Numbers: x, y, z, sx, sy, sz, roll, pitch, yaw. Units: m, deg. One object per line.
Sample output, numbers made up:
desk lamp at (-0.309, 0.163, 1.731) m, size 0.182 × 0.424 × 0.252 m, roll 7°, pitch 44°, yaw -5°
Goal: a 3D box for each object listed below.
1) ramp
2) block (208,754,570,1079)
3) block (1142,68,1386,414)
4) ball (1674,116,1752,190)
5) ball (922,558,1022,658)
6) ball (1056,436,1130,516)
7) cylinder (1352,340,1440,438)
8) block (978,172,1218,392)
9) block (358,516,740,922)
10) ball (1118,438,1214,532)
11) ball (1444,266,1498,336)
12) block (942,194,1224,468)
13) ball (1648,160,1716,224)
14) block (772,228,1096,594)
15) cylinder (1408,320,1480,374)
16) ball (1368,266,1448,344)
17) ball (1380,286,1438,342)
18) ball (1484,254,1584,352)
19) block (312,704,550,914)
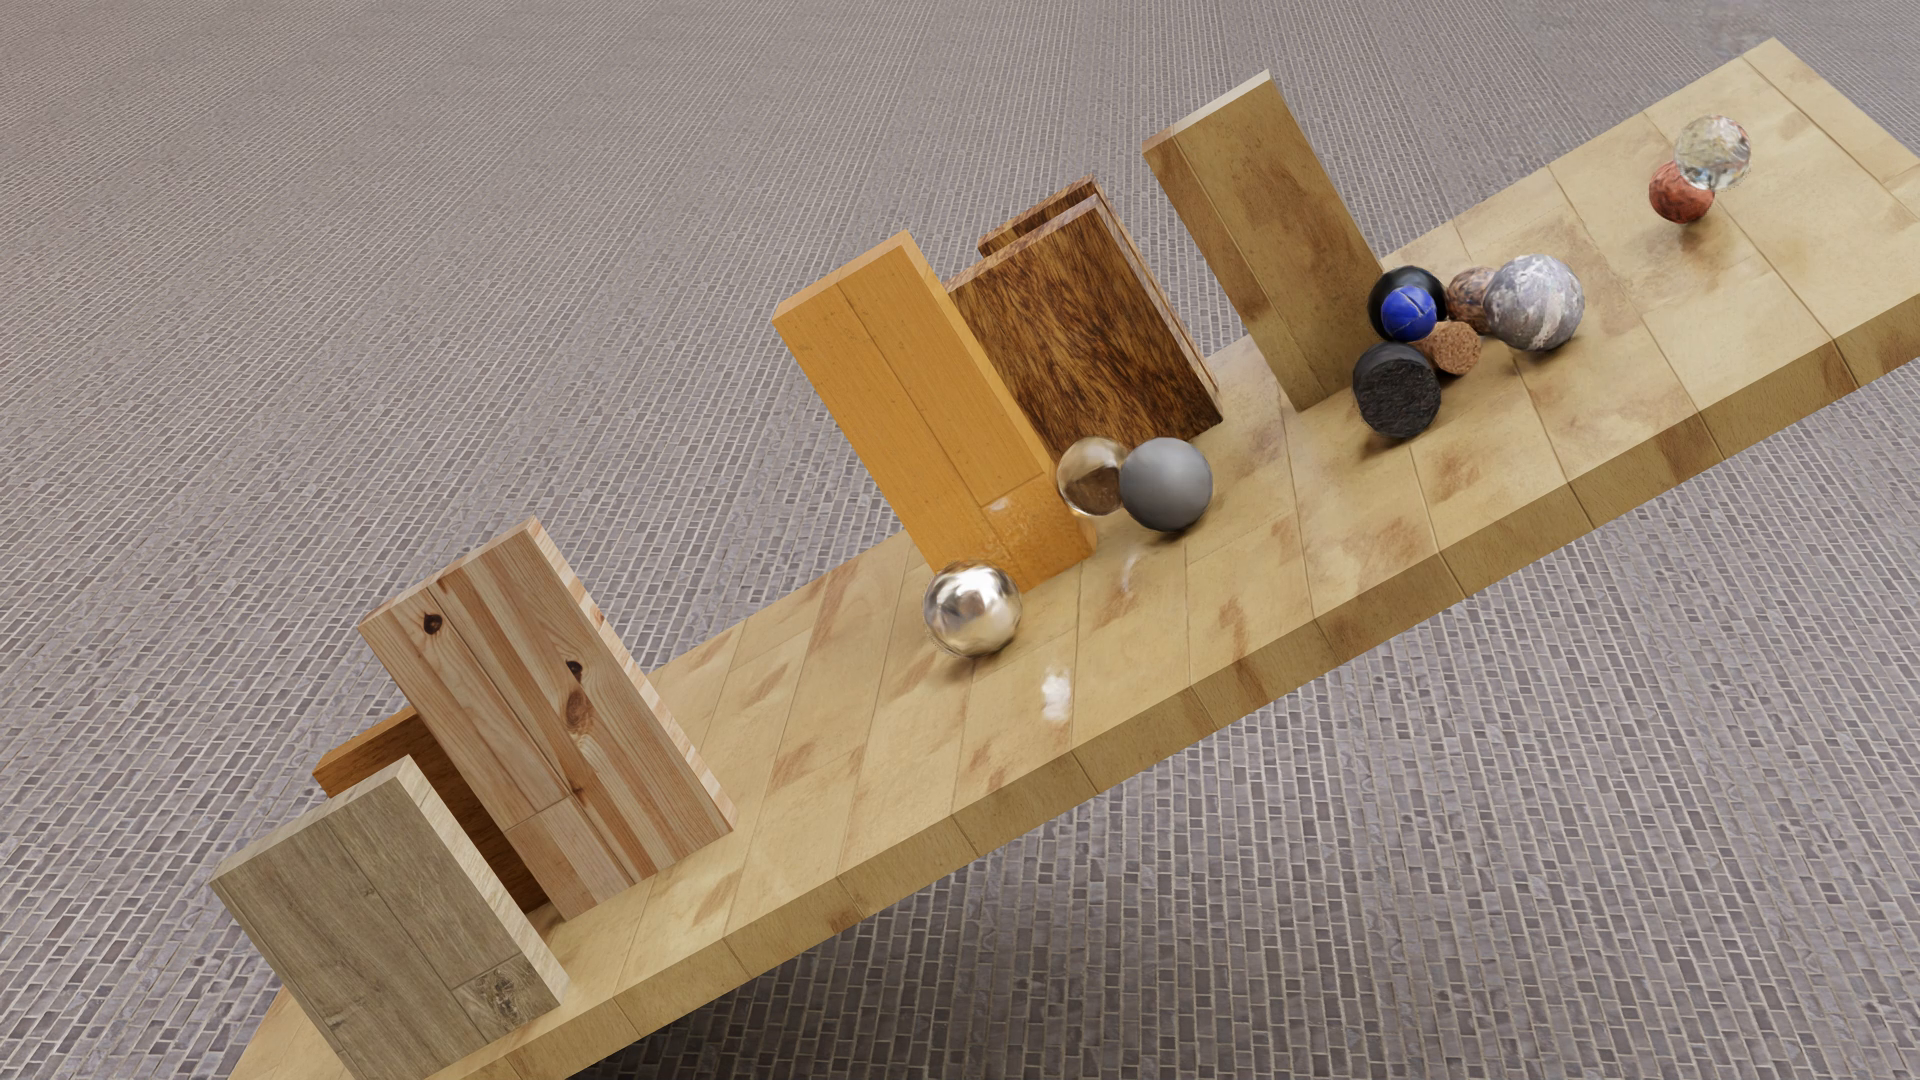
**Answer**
ramp at (0.141, 0.169, 6.289) m, size 4.000 × 0.100 × 2.000 m, roll -29°, pitch 15°, yaw 13°
block at (-1.095, 0.756, 5.669) m, size 0.443 × 0.554 × 0.104 m, roll -29°, pitch 15°, yaw 13°
block at (0.685, -0.629, 6.233) m, size 0.306 × 0.658 × 0.117 m, roll -29°, pitch 15°, yaw 13°
ball at (1.484, -0.762, 5.795) m, size 0.147 × 0.147 × 0.147 m, roll 0°, pitch 19°, yaw 0°
ball at (0.026, 0.139, 6.023) m, size 0.204 × 0.204 × 0.204 m, roll 0°, pitch 19°, yaw 0°
ball at (0.291, -0.135, 6.217) m, size 0.172 × 0.172 × 0.172 m, roll 0°, pitch 19°, yaw 0°
cylinder at (0.857, -0.297, 5.783) m, size 0.159 × 0.159 × 0.159 m, roll 1°, pitch 16°, yaw 3°
block at (0.321, -0.522, 6.803) m, size 0.303 × 0.575 × 0.095 m, roll -29°, pitch 15°, yaw 13°
block at (-0.831, 0.369, 5.968) m, size 0.415 × 0.754 × 0.084 m, roll -29°, pitch 15°, yaw 13°
ball at (0.423, -0.114, 6.034) m, size 0.194 × 0.194 × 0.194 m, roll 0°, pitch 19°, yaw 0°
ball at (1.064, -0.489, 6.017) m, size 0.142 × 0.142 × 0.142 m, roll 0°, pitch 19°, yaw 0°
block at (0.267, -0.419, 6.607) m, size 0.422 × 0.564 × 0.142 m, roll -29°, pitch 15°, yaw 13°
ball at (1.454, -0.703, 5.922) m, size 0.130 × 0.130 × 0.130 m, roll 0°, pitch 19°, yaw 0°
block at (-0.048, -0.237, 6.243) m, size 0.319 × 0.781 × 0.145 m, roll -29°, pitch 15°, yaw 13°
cylinder at (0.975, -0.388, 5.933) m, size 0.108 × 0.108 × 0.108 m, roll -7°, pitch 6°, yaw -20°
ball at (0.928, -0.484, 6.091) m, size 0.168 × 0.168 × 0.168 m, roll 0°, pitch 19°, yaw 0°
ball at (0.889, -0.447, 5.822) m, size 0.111 × 0.111 × 0.111 m, roll 0°, pitch 19°, yaw 0°
ball at (1.117, -0.461, 5.720) m, size 0.191 × 0.191 × 0.191 m, roll 0°, pitch 19°, yaw 0°
block at (-1.080, 0.594, 6.262) m, size 0.357 × 0.500 × 0.096 m, roll -29°, pitch 15°, yaw 13°
